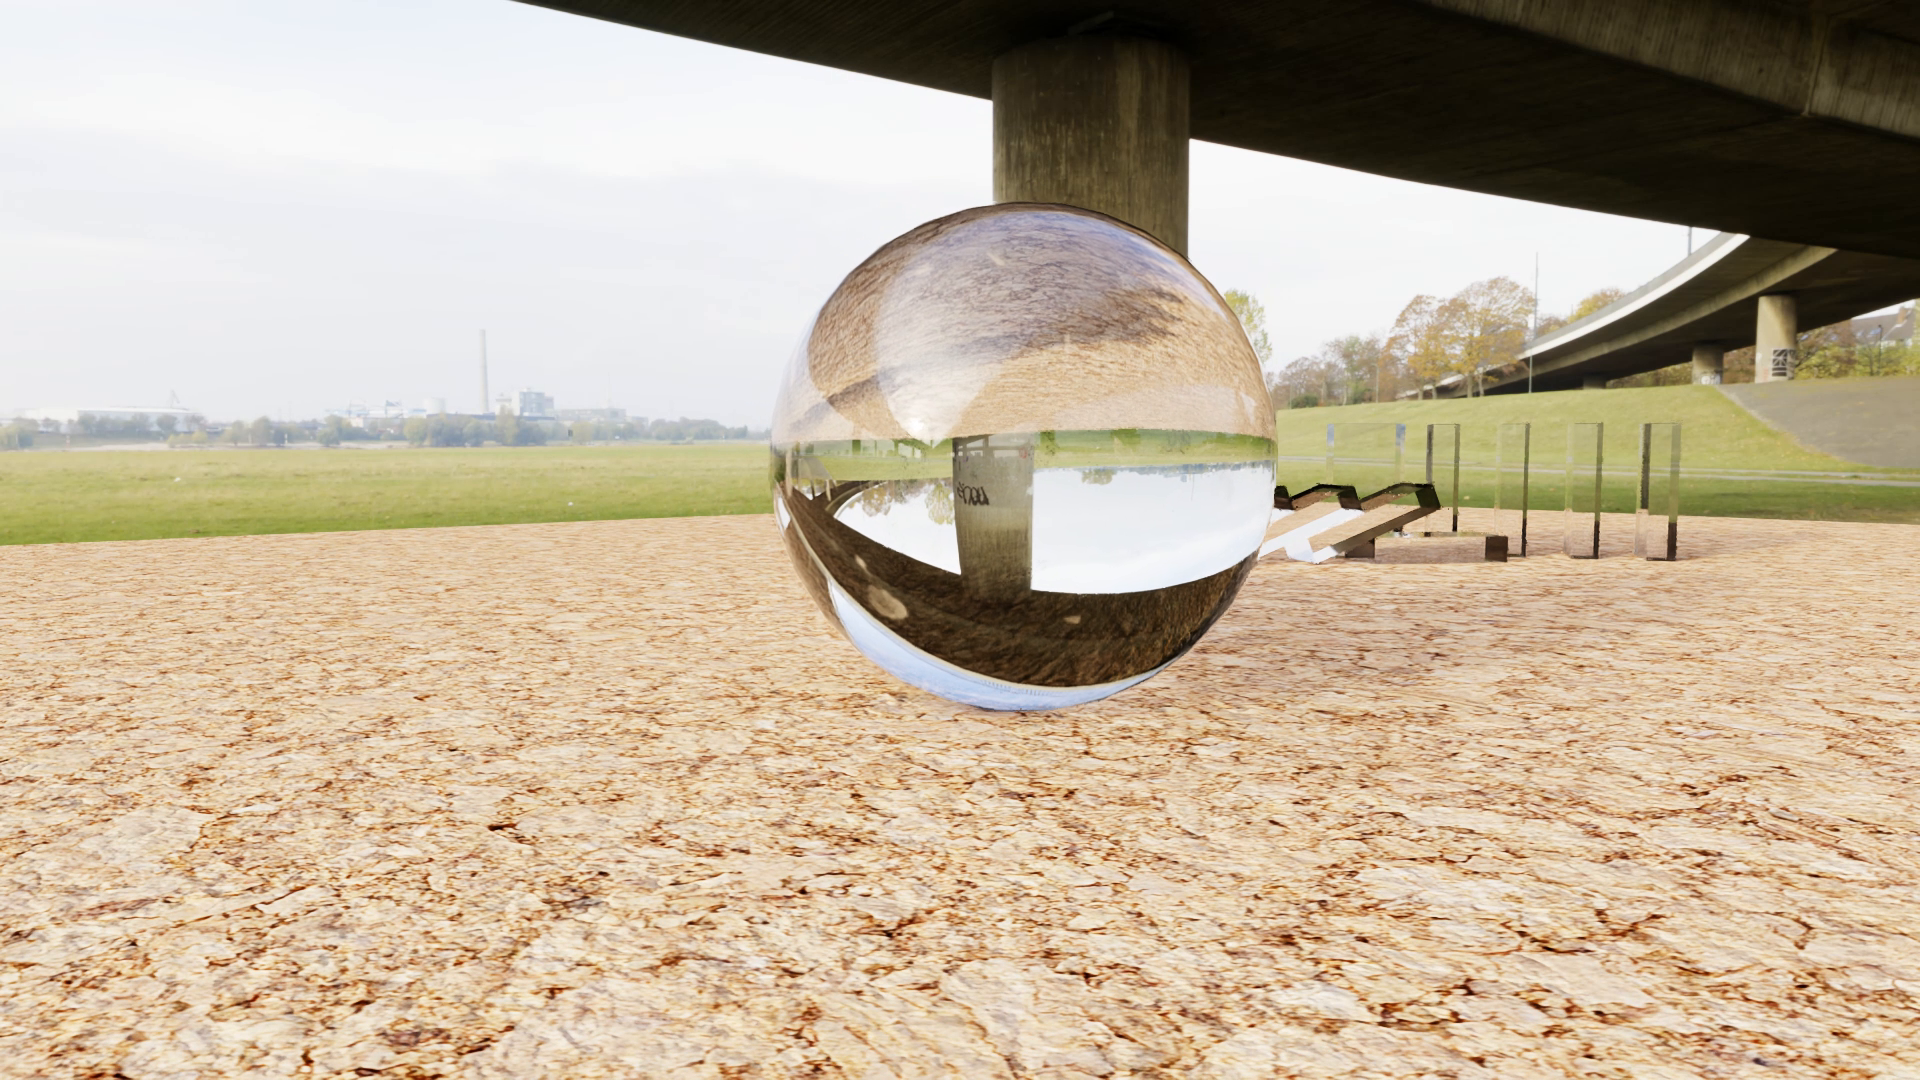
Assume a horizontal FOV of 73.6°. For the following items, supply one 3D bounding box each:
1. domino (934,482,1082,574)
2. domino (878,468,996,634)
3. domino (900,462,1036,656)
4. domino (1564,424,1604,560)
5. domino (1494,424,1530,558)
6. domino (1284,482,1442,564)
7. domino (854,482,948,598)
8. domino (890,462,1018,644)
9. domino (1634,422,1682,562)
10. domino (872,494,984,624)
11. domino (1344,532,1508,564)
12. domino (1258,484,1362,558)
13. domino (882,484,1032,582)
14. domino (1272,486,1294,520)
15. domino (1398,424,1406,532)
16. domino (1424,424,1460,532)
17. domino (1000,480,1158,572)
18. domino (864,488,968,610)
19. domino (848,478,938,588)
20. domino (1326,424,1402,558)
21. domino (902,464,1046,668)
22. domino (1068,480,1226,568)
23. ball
[{"bbox_3d":[0.017,-0.005,0.439,0.025,0.010,0.050,2,28,41],"label":"domino"},{"bbox_3d":[-0.006,0.001,0.306,0.025,0.009,0.050,0,39,-5],"label":"domino"},{"bbox_3d":[0.001,0.003,0.275,0.025,0.009,0.050,0,42,-5],"label":"domino"},{"bbox_3d":[0.235,-0.019,0.484,0.009,0.050,0.025,2,5,20],"label":"domino"},{"bbox_3d":[0.211,-0.019,0.492,0.010,0.050,0.025,1,5,18],"label":"domino"},{"bbox_3d":[0.145,-0.007,0.465,0.050,0.009,0.025,-23,7,-6],"label":"domino"},{"bbox_3d":[-0.018,-0.001,0.375,0.025,0.010,0.050,-2,29,-5],"label":"domino"},{"bbox_3d":[-0.002,0.002,0.290,0.025,0.010,0.050,0,42,-5],"label":"domino"},{"bbox_3d":[0.258,-0.018,0.476,0.010,0.050,0.025,1,5,19],"label":"domino"},{"bbox_3d":[-0.009,0.004,0.326,0.025,0.010,0.050,0,28,-6],"label":"domino"},{"bbox_3d":[0.170,0.003,0.469,0.050,0.010,0.025,-1,4,-7],"label":"domino"},{"bbox_3d":[0.116,-0.006,0.464,0.050,0.009,0.025,-23,9,-10],"label":"domino"},{"bbox_3d":[0.000,-0.003,0.419,0.025,0.009,0.050,3,29,35],"label":"domino"},{"bbox_3d":[0.091,-0.006,0.460,0.050,0.009,0.025,-24,9,-11],"label":"domino"},{"bbox_3d":[0.163,-0.020,0.503,0.009,0.050,0.025,-1,4,-11],"label":"domino"},{"bbox_3d":[0.187,-0.020,0.499,0.009,0.050,0.025,1,4,15],"label":"domino"},{"bbox_3d":[0.042,-0.006,0.449,0.050,0.009,0.025,-30,18,-25],"label":"domino"},{"bbox_3d":[-0.013,0.001,0.351,0.025,0.009,0.050,-1,29,-6],"label":"domino"},{"bbox_3d":[-0.021,-0.003,0.399,0.025,0.010,0.050,-4,30,-4],"label":"domino"},{"bbox_3d":[0.152,-0.019,0.484,0.025,0.050,0.009,0,4,0],"label":"domino"},{"bbox_3d":[0.002,0.004,0.260,0.025,0.010,0.050,0,42,-5],"label":"domino"},{"bbox_3d":[0.066,-0.006,0.456,0.050,0.010,0.025,-26,12,-17],"label":"domino"},{"bbox_3d":[0.010,-0.013,0.205,0.080,0.080,0.080,0,4,0],"label":"ball"}]
